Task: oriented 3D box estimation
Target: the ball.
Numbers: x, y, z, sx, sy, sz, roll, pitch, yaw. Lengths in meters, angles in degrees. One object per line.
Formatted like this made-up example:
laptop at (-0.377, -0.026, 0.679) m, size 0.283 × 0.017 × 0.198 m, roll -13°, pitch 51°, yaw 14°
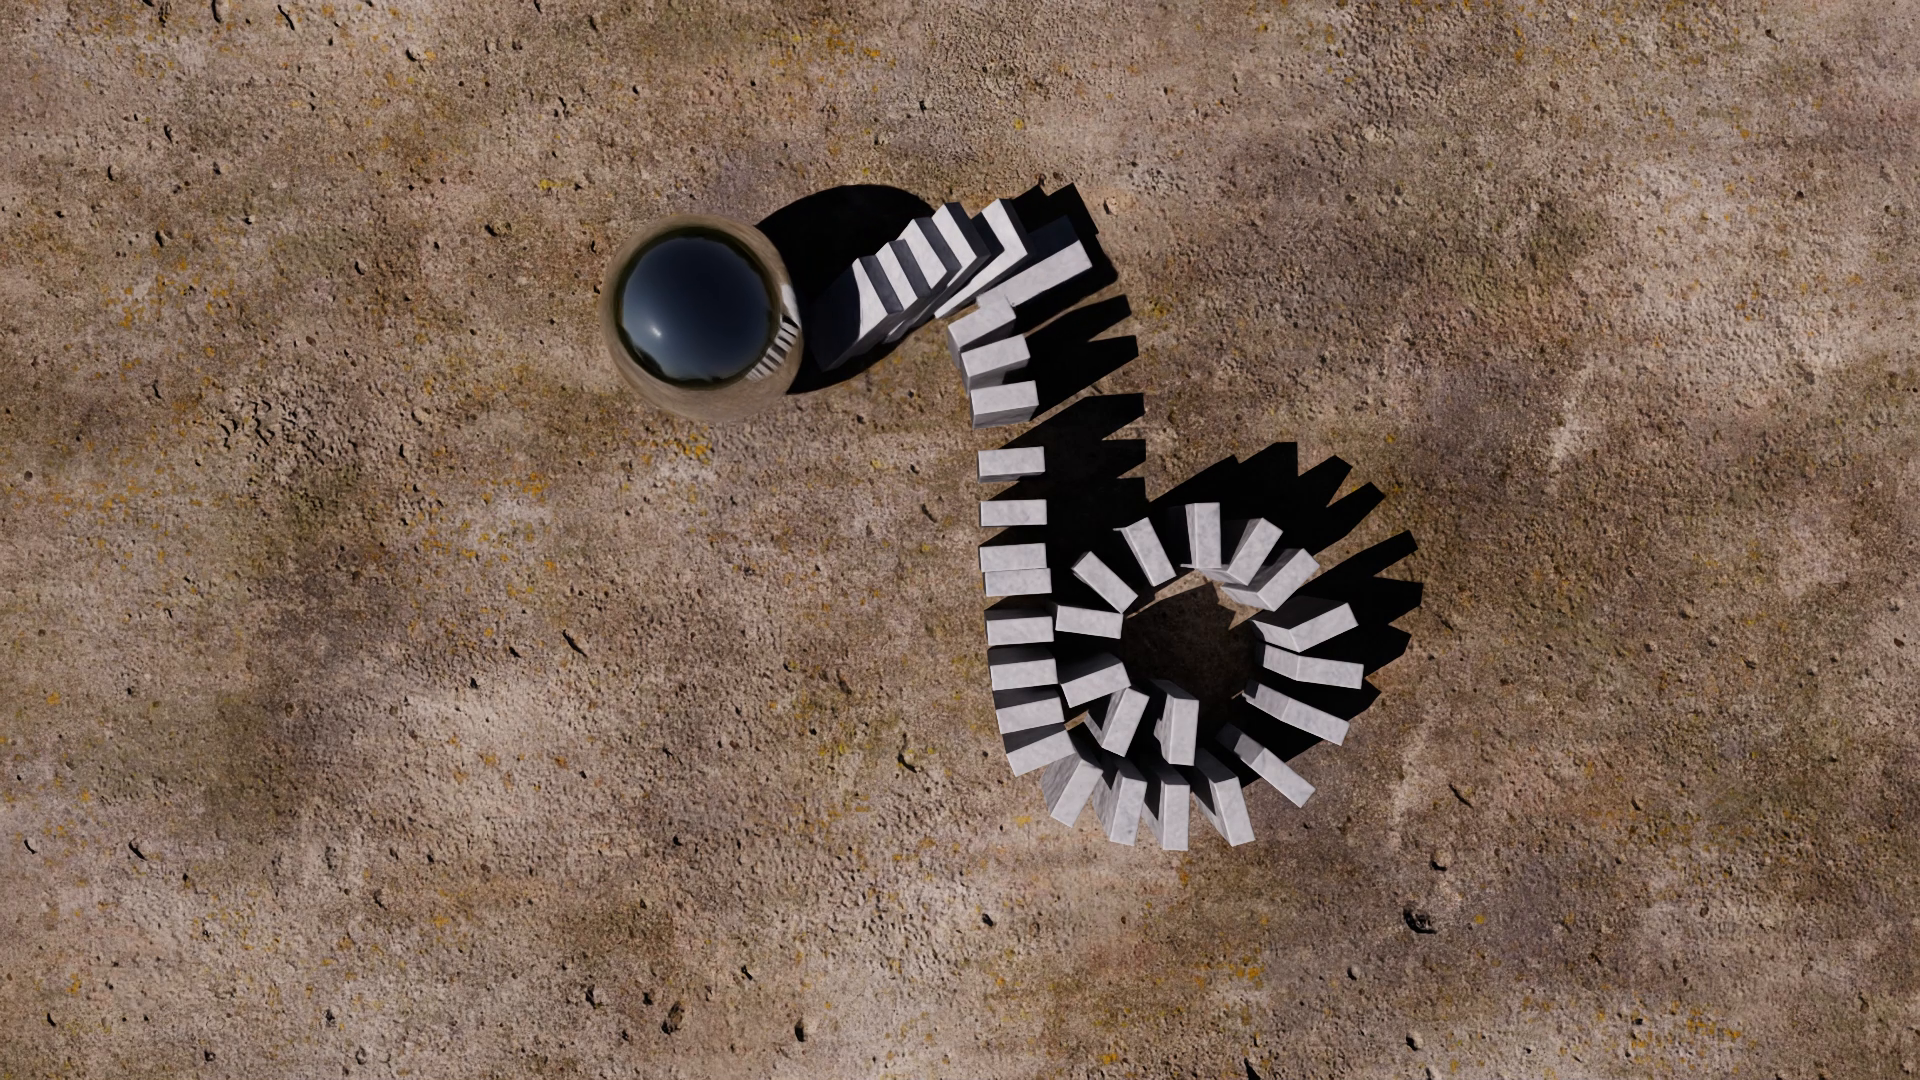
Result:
ball at (-0.099, -0.086, 0.360) m, size 0.080 × 0.080 × 0.080 m, roll 0°, pitch 90°, yaw 0°

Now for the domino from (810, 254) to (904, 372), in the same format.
domino at (-0.046, -0.093, 0.379) m, size 0.009 × 0.050 × 0.025 m, roll -28°, pitch 90°, yaw -44°

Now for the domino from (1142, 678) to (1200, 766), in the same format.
domino at (0.086, 0.073, 0.375) m, size 0.009 × 0.050 × 0.025 m, roll 5°, pitch 90°, yaw 0°

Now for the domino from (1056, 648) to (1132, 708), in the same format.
domino at (0.052, 0.055, 0.375) m, size 0.025 × 0.050 × 0.010 m, roll -20°, pitch 90°, yaw 0°

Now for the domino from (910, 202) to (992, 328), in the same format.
domino at (-0.011, -0.112, 0.378) m, size 0.010 × 0.050 × 0.025 m, roll -28°, pitch 85°, yaw -44°

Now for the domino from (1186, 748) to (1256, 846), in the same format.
domino at (0.105, 0.104, 0.375) m, size 0.010 × 0.050 × 0.025 m, roll -16°, pitch 90°, yaw 0°

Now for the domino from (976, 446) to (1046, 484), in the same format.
domino at (0.020, -0.030, 0.375) m, size 0.025 × 0.050 × 0.009 m, roll -4°, pitch 90°, yaw 0°

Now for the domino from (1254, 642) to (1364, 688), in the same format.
domino at (0.141, 0.051, 0.375) m, size 0.025 × 0.050 × 0.010 m, roll 8°, pitch 90°, yaw 0°

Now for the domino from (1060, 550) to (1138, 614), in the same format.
domino at (0.056, 0.016, 0.375) m, size 0.025 × 0.050 × 0.010 m, roll 43°, pitch 90°, yaw 0°

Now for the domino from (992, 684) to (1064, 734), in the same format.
domino at (0.027, 0.067, 0.375) m, size 0.025 × 0.050 × 0.009 m, roll -11°, pitch 90°, yaw 0°

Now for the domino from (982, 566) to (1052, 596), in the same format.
domino at (0.022, 0.016, 0.375) m, size 0.025 × 0.050 × 0.009 m, roll -3°, pitch 90°, yaw 0°

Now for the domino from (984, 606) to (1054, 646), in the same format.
domino at (0.023, 0.035, 0.375) m, size 0.025 × 0.050 × 0.010 m, roll -4°, pitch 90°, yaw 0°

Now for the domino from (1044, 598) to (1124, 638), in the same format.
domino at (0.050, 0.031, 0.375) m, size 0.025 × 0.050 × 0.010 m, roll 8°, pitch 90°, yaw 0°

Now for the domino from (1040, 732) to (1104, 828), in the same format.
domino at (0.045, 0.097, 0.375) m, size 0.009 × 0.050 × 0.025 m, roll 29°, pitch 90°, yaw 0°

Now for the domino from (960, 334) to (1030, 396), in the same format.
domino at (0.014, -0.071, 0.375) m, size 0.025 × 0.050 × 0.009 m, roll -18°, pitch 90°, yaw 0°

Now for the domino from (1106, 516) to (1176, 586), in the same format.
domino at (0.073, 0.004, 0.375) m, size 0.010 × 0.050 × 0.025 m, roll -26°, pitch 90°, yaw 0°

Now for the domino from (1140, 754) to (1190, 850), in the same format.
domino at (0.083, 0.106, 0.375) m, size 0.009 × 0.050 × 0.025 m, roll 2°, pitch 90°, yaw 0°

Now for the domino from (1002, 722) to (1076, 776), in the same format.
domino at (0.031, 0.081, 0.375) m, size 0.025 × 0.050 × 0.010 m, roll -22°, pitch 90°, yaw 0°

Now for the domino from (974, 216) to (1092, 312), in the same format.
domino at (0.029, -0.116, 0.395) m, size 0.050 × 0.010 × 0.025 m, roll -27°, pitch 90°, yaw 0°

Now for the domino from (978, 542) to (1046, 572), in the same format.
domino at (0.020, 0.007, 0.375) m, size 0.025 × 0.050 × 0.009 m, roll -4°, pitch 90°, yaw 0°

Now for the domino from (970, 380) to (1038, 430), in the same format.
domino at (0.017, -0.055, 0.375) m, size 0.025 × 0.050 × 0.009 m, roll -9°, pitch 90°, yaw 0°

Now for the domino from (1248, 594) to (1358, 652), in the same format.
domino at (0.139, 0.033, 0.375) m, size 0.025 × 0.050 × 0.009 m, roll -25°, pitch 90°, yaw 0°

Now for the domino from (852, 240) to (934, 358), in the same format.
domino at (-0.035, -0.099, 0.379) m, size 0.009 × 0.050 × 0.025 m, roll -28°, pitch 90°, yaw -44°

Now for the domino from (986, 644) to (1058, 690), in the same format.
domino at (0.025, 0.051, 0.375) m, size 0.025 × 0.050 × 0.010 m, roll -6°, pitch 90°, yaw 0°

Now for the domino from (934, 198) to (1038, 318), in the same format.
domino at (0.005, -0.117, 0.382) m, size 0.050 × 0.009 × 0.025 m, roll -28°, pitch 90°, yaw 34°

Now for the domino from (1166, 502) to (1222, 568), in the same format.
domino at (0.095, -0.002, 0.375) m, size 0.009 × 0.050 × 0.025 m, roll -2°, pitch 90°, yaw 0°

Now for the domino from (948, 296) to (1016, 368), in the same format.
domino at (0.008, -0.084, 0.375) m, size 0.025 × 0.050 × 0.009 m, roll -27°, pitch 91°, yaw 0°

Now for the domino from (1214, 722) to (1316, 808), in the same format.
domino at (0.123, 0.091, 0.375) m, size 0.025 × 0.050 × 0.010 m, roll 39°, pitch 90°, yaw 0°

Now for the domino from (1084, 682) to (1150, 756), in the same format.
domino at (0.063, 0.070, 0.375) m, size 0.010 × 0.050 × 0.025 m, roll 23°, pitch 90°, yaw 0°

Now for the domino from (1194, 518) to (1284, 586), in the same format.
domino at (0.113, 0.004, 0.375) m, size 0.010 × 0.050 × 0.025 m, roll 33°, pitch 90°, yaw 0°

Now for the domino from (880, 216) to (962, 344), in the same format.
domino at (-0.023, -0.106, 0.378) m, size 0.010 × 0.050 × 0.025 m, roll -28°, pitch 84°, yaw -44°

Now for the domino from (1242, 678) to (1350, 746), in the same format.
domino at (0.136, 0.069, 0.375) m, size 0.025 × 0.050 × 0.010 m, roll 23°, pitch 90°, yaw 0°

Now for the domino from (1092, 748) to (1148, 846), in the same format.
domino at (0.065, 0.104, 0.375) m, size 0.010 × 0.050 × 0.025 m, roll 12°, pitch 90°, yaw 0°

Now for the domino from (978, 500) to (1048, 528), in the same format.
domino at (0.021, -0.010, 0.375) m, size 0.025 × 0.050 × 0.010 m, roll -2°, pitch 90°, yaw 0°

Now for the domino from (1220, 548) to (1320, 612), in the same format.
domino at (0.126, 0.015, 0.375) m, size 0.025 × 0.050 × 0.010 m, roll -45°, pitch 90°, yaw 0°
